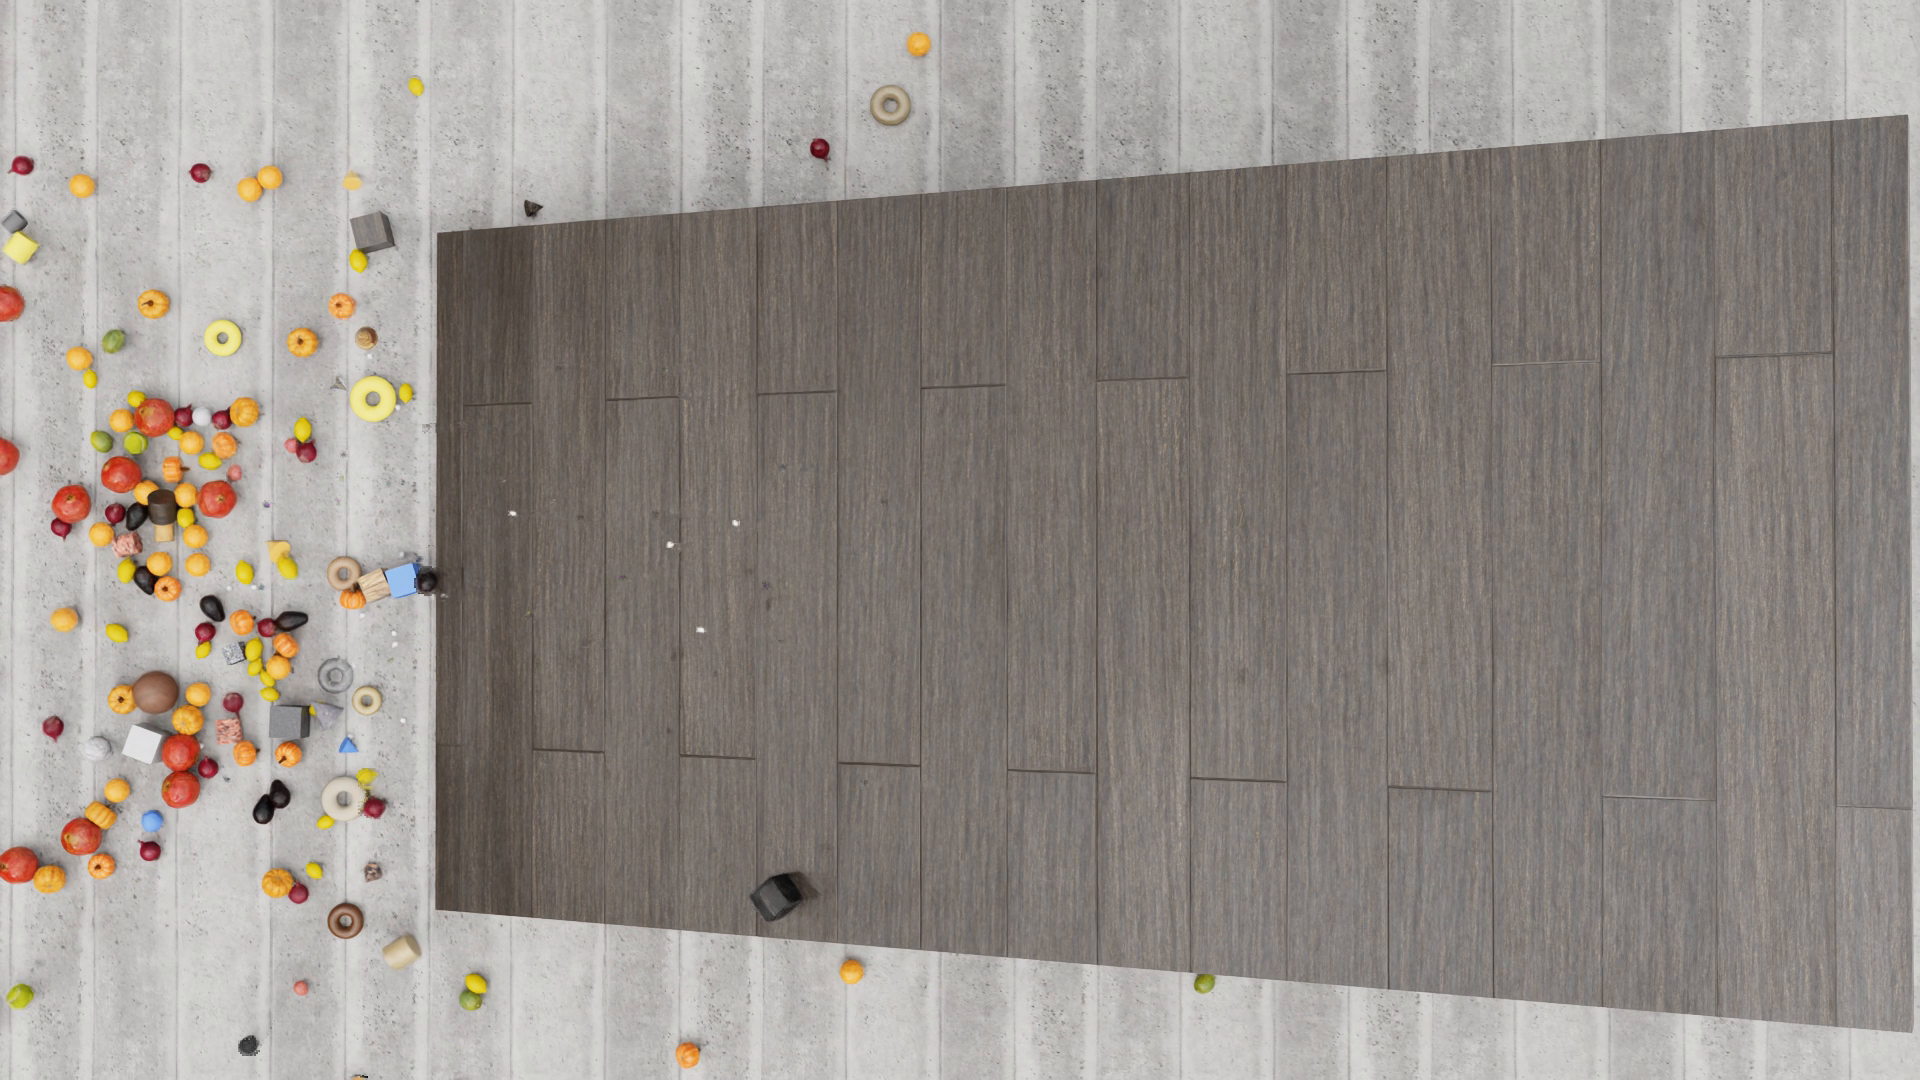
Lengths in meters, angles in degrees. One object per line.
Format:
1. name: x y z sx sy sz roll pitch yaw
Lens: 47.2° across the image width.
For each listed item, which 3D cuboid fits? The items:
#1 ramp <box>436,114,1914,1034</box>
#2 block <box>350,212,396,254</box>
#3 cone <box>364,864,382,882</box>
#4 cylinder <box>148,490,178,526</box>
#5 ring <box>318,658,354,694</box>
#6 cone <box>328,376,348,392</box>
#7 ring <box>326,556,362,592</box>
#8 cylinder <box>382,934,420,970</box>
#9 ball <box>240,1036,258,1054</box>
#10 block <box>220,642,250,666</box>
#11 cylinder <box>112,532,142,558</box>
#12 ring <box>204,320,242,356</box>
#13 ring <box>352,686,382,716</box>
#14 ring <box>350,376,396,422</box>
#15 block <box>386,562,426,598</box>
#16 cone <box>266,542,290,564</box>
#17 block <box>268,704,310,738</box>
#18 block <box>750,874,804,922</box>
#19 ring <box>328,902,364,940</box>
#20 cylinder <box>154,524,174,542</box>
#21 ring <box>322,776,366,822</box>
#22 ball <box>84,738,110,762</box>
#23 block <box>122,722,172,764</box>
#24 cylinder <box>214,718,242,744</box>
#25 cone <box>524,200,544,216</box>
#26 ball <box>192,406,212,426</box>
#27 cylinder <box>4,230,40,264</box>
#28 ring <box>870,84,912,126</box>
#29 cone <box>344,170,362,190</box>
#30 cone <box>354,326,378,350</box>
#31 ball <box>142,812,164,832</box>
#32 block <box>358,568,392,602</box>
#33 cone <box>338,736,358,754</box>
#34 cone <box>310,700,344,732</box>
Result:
1. ramp: 0.282 0.081 5.687 4.000 0.100 2.000 0 89 25
2. block: -1.750 -0.916 6.552 0.093 0.093 0.093 -14 89 0
3. cone: -1.756 1.003 6.537 0.058 0.058 0.058 3 114 8
4. cylinder: -2.370 -0.097 6.535 0.077 0.077 0.077 7 127 0
5. ring: -1.864 0.406 6.565 0.108 0.036 0.108 0 90 -1
6. cone: -1.852 -0.459 6.581 0.051 0.051 0.051 32 89 -26
7. ring: -1.839 0.101 6.569 0.106 0.035 0.106 0 88 1
8. cylinder: -1.659 1.223 6.534 0.080 0.080 0.080 -32 89 0
9. ball: -2.115 1.503 6.543 0.054 0.054 0.054 0 89 0
10. block: -2.160 0.338 6.557 0.054 0.054 0.054 -22 89 0
11. cylinder: -2.483 0.016 6.555 0.066 0.066 0.066 -16 89 -2
12. ring: -2.205 -0.604 6.577 0.110 0.037 0.110 0 90 0
13. ring: -1.771 0.480 6.567 0.090 0.030 0.090 0 90 -1
14. ring: -1.754 -0.421 6.570 0.138 0.046 0.138 0 90 -1
15. block: -1.649 0.121 6.544 0.084 0.084 0.084 -17 89 0
16. cone: -2.055 0.022 6.571 0.072 0.072 0.072 31 89 27
17. block: -1.992 0.539 6.535 0.093 0.093 0.093 2 89 0
18. block: -0.495 0.966 5.940 0.087 0.087 0.087 -43 73 19
19. ring: -1.832 1.136 6.557 0.109 0.036 0.109 0 90 1
20. cylinder: -2.374 -0.022 6.561 0.053 0.053 0.053 -5 83 0
21. ring: -1.836 0.771 6.557 0.136 0.045 0.136 0 90 -1
22. ball: -2.567 0.623 6.545 0.072 0.072 0.072 0 89 0
23. block: -2.415 0.604 6.535 0.092 0.092 0.092 21 89 0
24. cylinder: -2.178 0.569 6.545 0.072 0.072 0.072 -7 89 0
25. cone: -1.271 -0.996 6.587 0.053 0.053 0.053 -11 89 -27
26. ball: -2.261 -0.368 6.562 0.059 0.059 0.059 0 89 0
27. cylinder: -2.802 -0.872 6.561 0.073 0.073 0.073 37 89 0
28. ring: -0.208 -1.301 6.582 0.123 0.041 0.123 0 88 0
29. cone: -1.820 -1.090 6.587 0.056 0.056 0.056 -13 63 0
30. cone: -1.781 -0.606 6.560 0.070 0.070 0.070 0 89 0
31. ball: -2.405 0.839 6.547 0.062 0.062 0.062 0 89 0
32. block: -1.734 0.135 6.547 0.078 0.078 0.078 -25 89 0
33. cone: -1.818 0.623 6.568 0.054 0.054 0.054 31 89 -26
34. cone: -1.894 0.503 6.525 0.092 0.092 0.092 44 90 -16
